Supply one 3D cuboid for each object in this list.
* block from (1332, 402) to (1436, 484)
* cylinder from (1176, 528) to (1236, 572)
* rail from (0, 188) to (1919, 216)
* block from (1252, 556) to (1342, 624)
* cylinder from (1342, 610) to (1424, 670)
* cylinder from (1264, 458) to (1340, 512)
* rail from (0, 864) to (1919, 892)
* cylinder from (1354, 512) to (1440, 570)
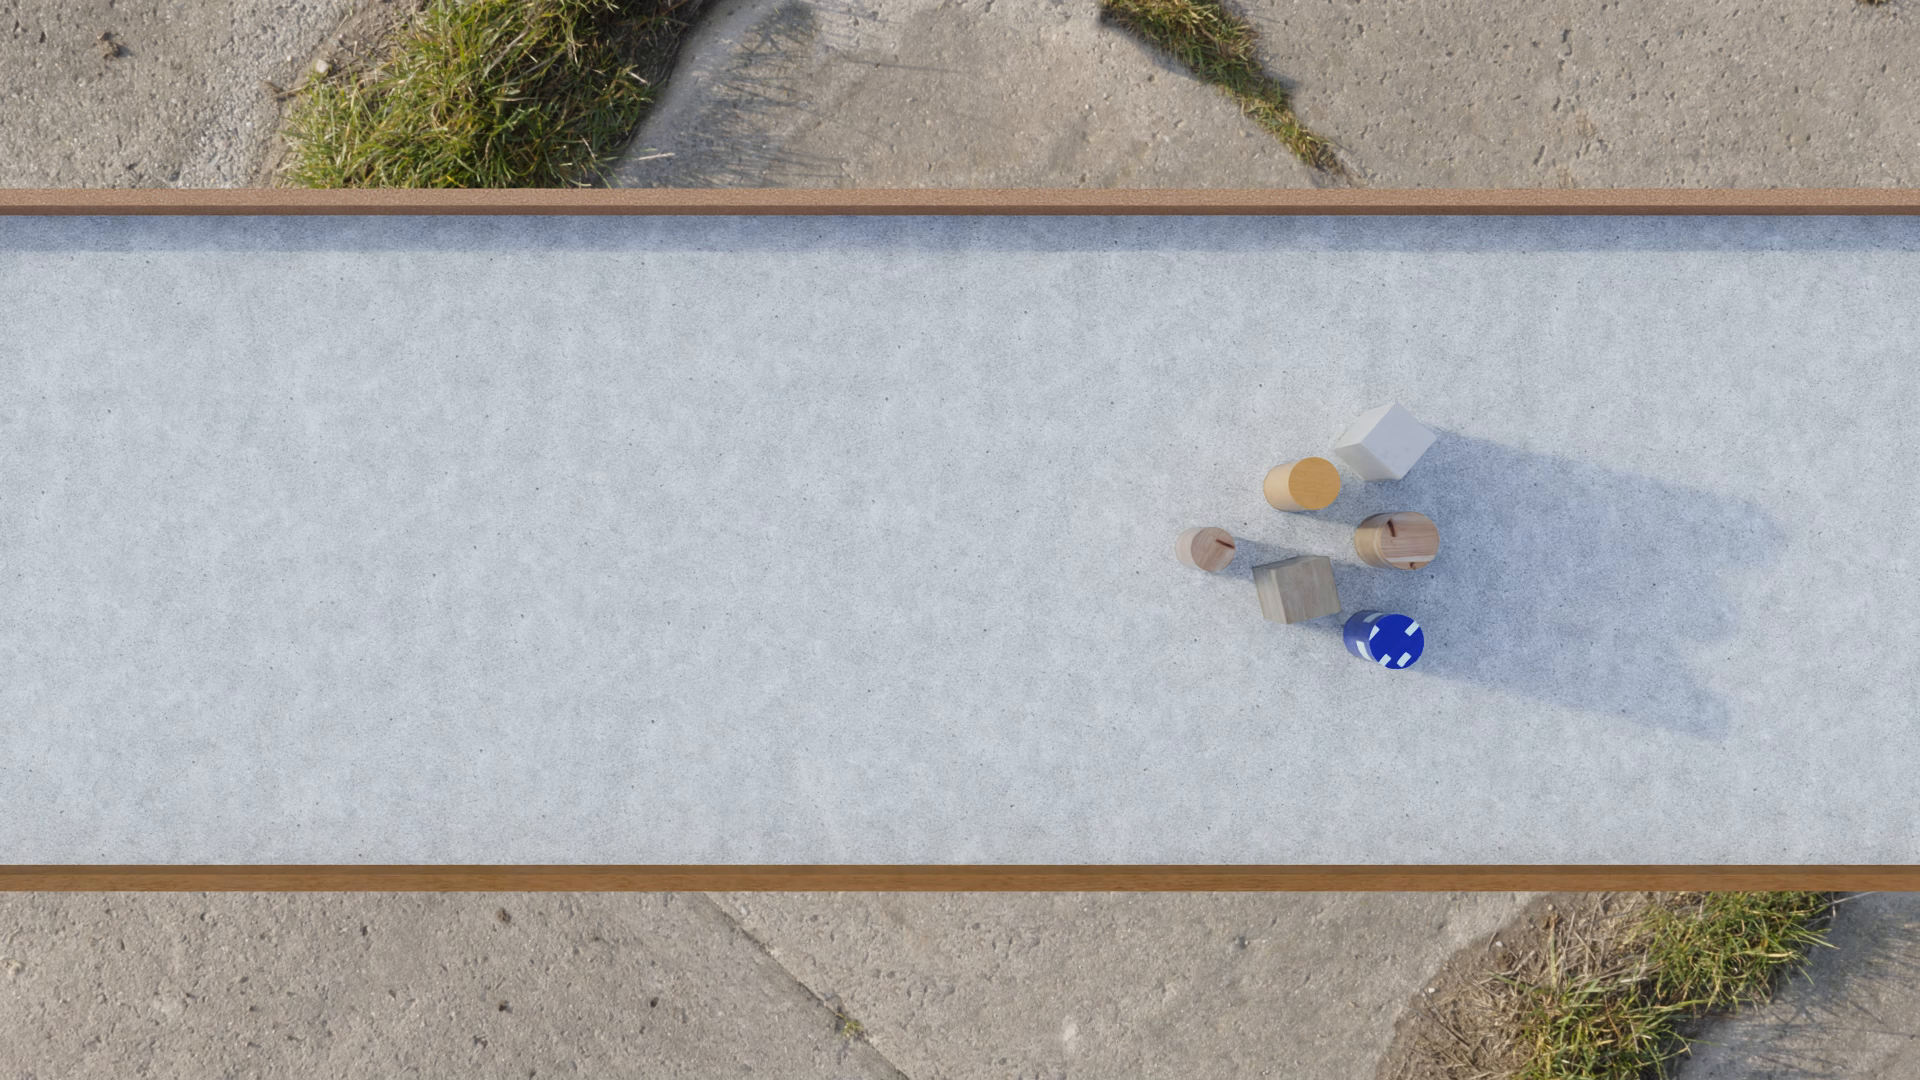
[{"bbox_3d":[1.252,-0.285,4.890,0.157,0.373,0.157,41,90,0],"label":"block"},{"bbox_3d":[0.726,0.027,4.904,0.129,0.345,0.129,0,90,0],"label":"cylinder"},{"bbox_3d":[-2.247,-1.025,5.002,12.000,0.150,0.050,0,90,0],"label":"rail"},{"bbox_3d":[0.995,0.144,4.895,0.162,0.362,0.162,-14,90,0],"label":"block"},{"bbox_3d":[1.257,0.293,4.912,0.158,0.329,0.158,0,90,0],"label":"cylinder"},{"bbox_3d":[1.008,-0.161,4.883,0.149,0.387,0.149,0,90,0],"label":"cylinder"},{"bbox_3d":[-2.247,1.025,5.001,12.000,0.150,0.050,0,90,0],"label":"rail"},{"bbox_3d":[1.298,0.002,4.918,0.171,0.318,0.171,0,90,0],"label":"cylinder"}]
